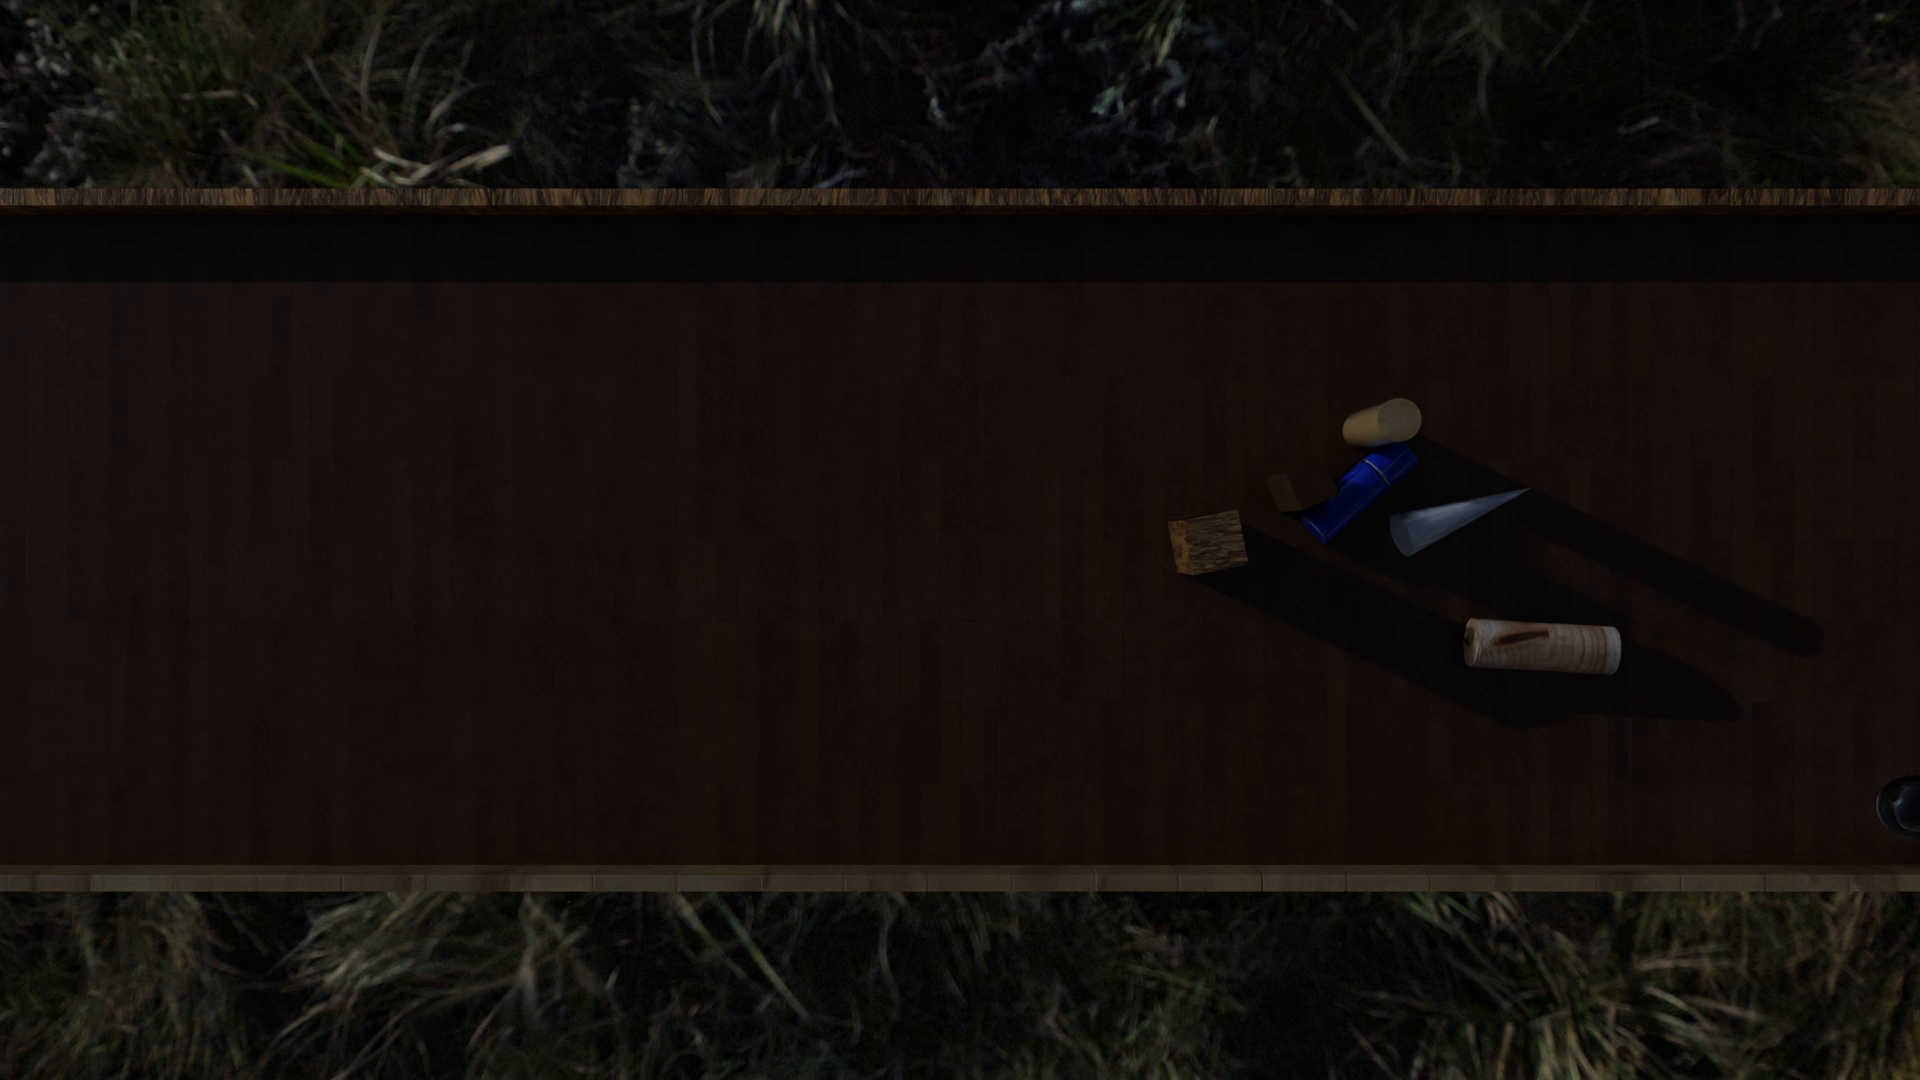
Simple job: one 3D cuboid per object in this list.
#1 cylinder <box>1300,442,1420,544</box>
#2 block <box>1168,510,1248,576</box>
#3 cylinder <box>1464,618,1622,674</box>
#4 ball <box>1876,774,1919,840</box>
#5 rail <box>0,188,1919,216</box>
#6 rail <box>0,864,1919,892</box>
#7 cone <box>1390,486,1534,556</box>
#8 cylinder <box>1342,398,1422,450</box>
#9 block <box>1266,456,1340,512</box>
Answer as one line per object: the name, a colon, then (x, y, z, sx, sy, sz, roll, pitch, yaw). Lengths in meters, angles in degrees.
cylinder: (1.213, -0.153, 5.016, 0.373, 0.121, 0.121, -41, 90, 0)
block: (0.733, 0.007, 4.900, 0.160, 0.354, 0.160, -11, 90, 0)
cylinder: (1.763, 0.323, 5.003, 0.427, 0.148, 0.148, 3, 90, 0)
ball: (2.875, 0.806, 4.980, 0.193, 0.193, 0.193, 0, 90, 0)
rail: (-2.247, -1.025, 5.002, 12.000, 0.150, 0.050, 0, 90, 0)
rail: (-2.247, 1.025, 5.001, 12.000, 0.150, 0.050, 0, 90, 0)
cone: (1.554, -0.089, 5.044, 0.459, 0.133, 0.133, -20, 90, -8)
cylinder: (1.234, -0.337, 4.846, 0.124, 0.459, 0.124, 0, 90, 1)
block: (1.014, -0.162, 4.907, 0.117, 0.338, 0.117, -23, 90, 0)
